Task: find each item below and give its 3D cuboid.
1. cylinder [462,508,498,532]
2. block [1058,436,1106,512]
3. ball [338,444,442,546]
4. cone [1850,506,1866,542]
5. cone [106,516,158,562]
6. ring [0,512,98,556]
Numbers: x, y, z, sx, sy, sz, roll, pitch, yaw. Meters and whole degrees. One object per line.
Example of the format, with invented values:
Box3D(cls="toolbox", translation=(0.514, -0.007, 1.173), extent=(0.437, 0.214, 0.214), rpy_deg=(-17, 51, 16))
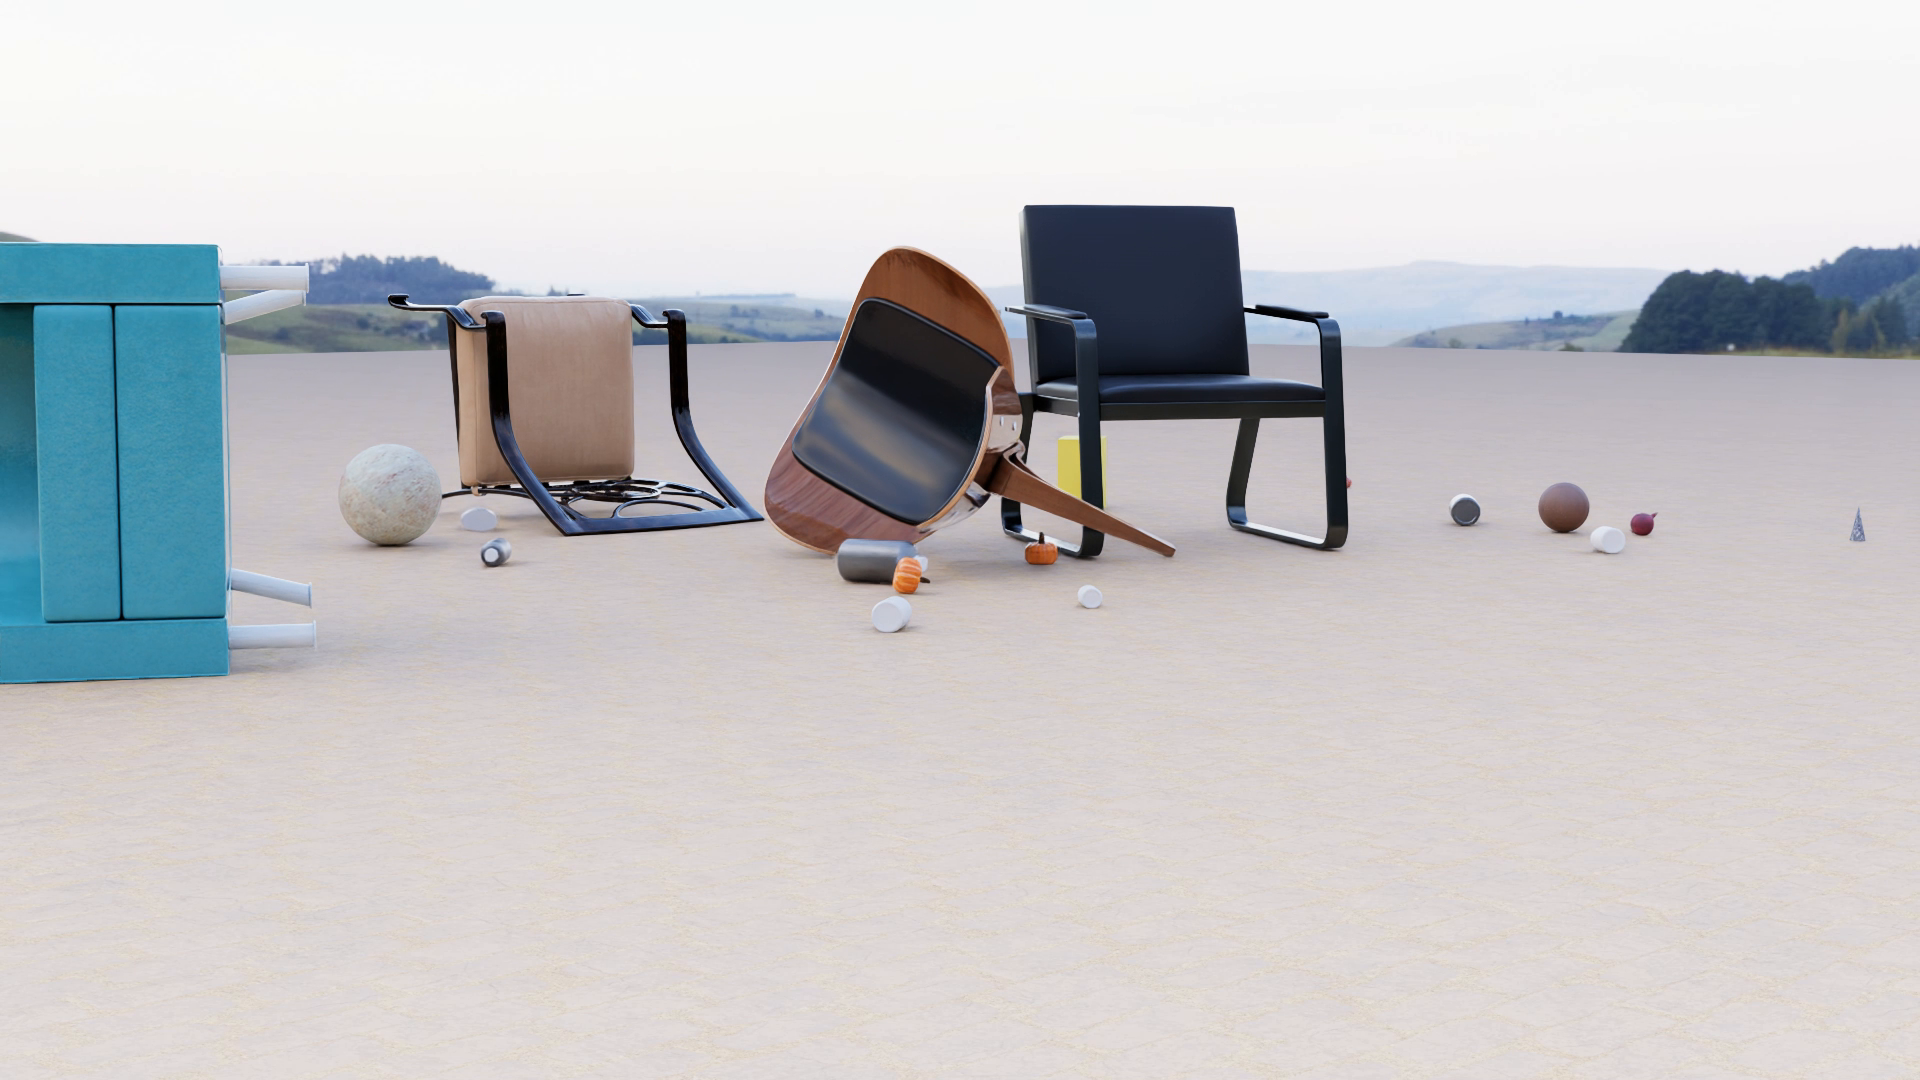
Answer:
Box3D(cls="cylinder", translation=(-1.249, -0.053, 6.660), extent=(0.091, 0.055, 0.074), rpy_deg=(2, 5, -12))
Box3D(cls="block", translation=(0.346, -0.188, 7.253), extent=(0.121, 0.202, 0.157), rpy_deg=(1, 6, 9))
Box3D(cls="ball", translation=(-1.393, -0.111, 6.272), extent=(0.249, 0.249, 0.249), rpy_deg=(0, 6, 0))
Box3D(cls="cone", translation=(2.241, -0.042, 6.400), extent=(0.038, 0.087, 0.058), rpy_deg=(2, 6, 16))
Box3D(cls="cone", translation=(-1.945, 0.022, 5.944), extent=(0.100, 0.121, 0.140), rpy_deg=(-32, -28, 21))
Box3D(cls="ring", translation=(-2.216, -0.015, 6.143), extent=(0.283, 0.087, 0.301), rpy_deg=(3, 6, 24))
